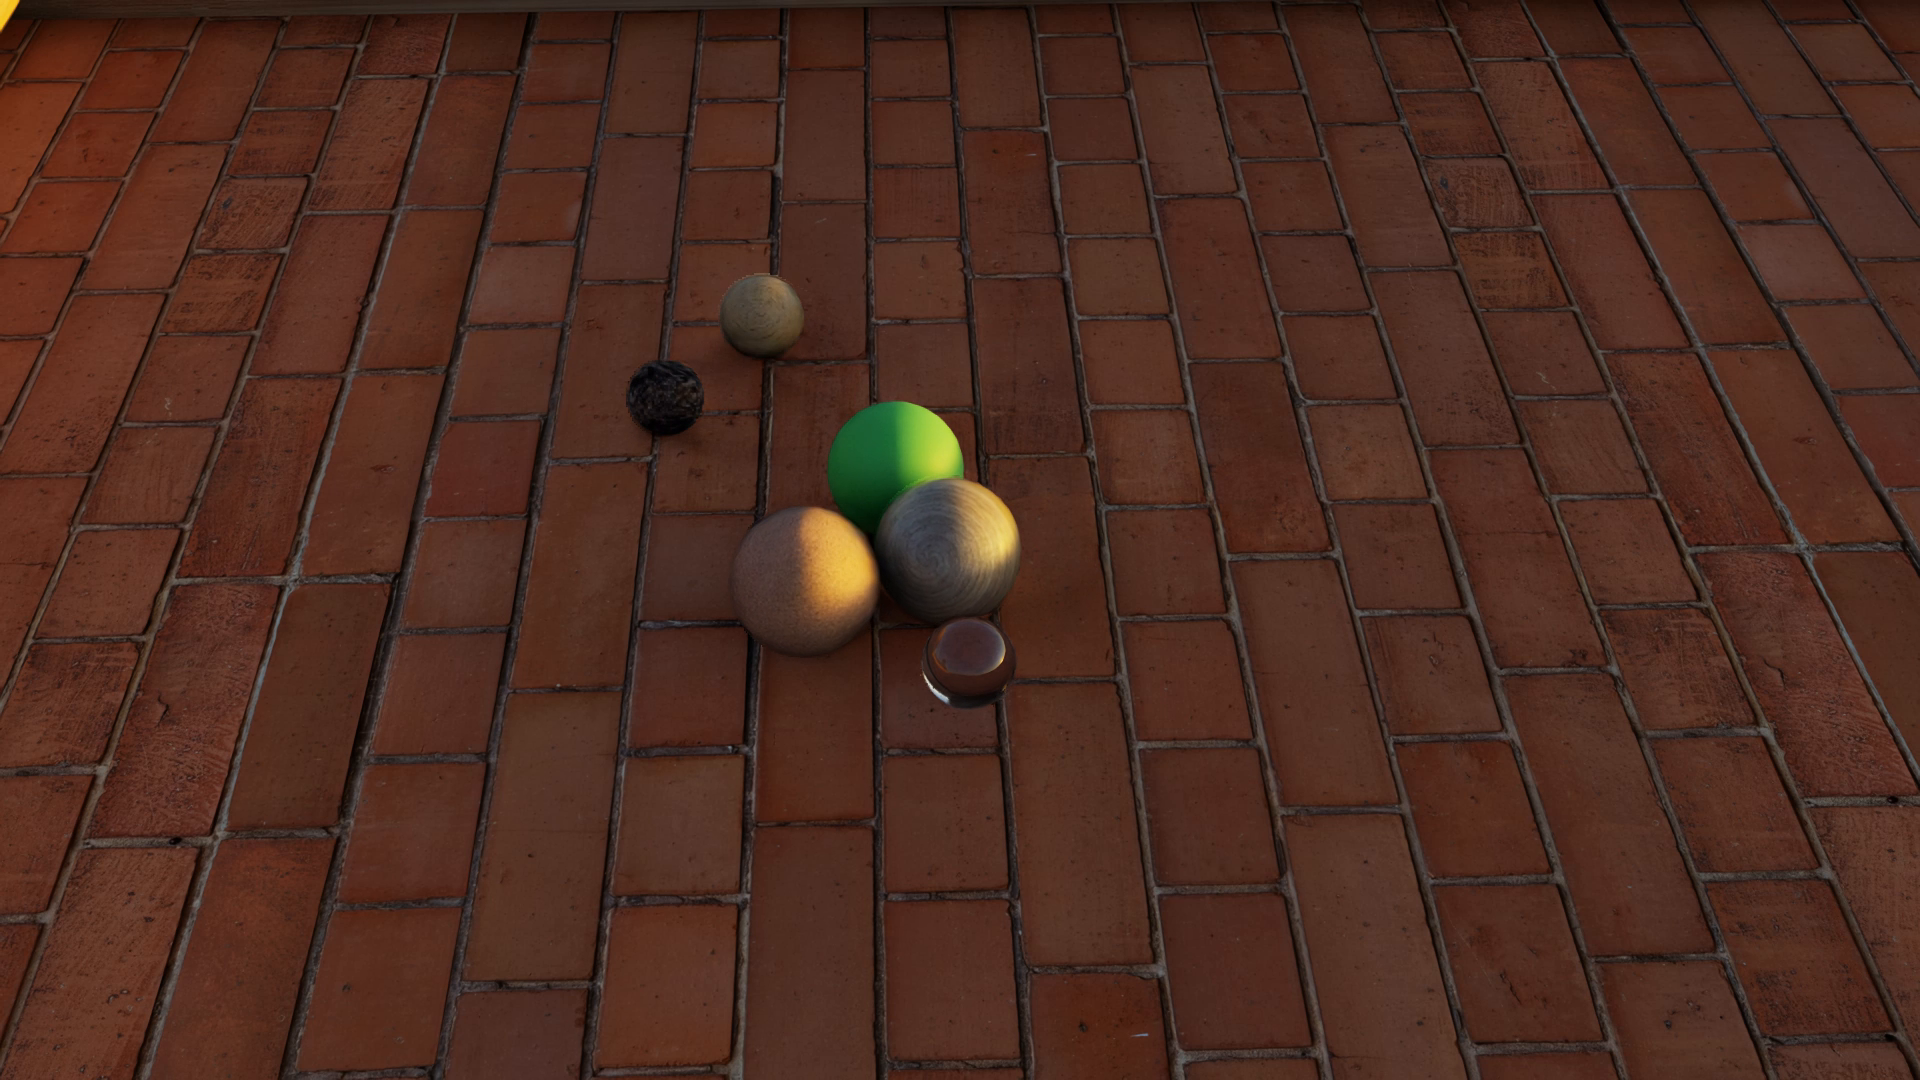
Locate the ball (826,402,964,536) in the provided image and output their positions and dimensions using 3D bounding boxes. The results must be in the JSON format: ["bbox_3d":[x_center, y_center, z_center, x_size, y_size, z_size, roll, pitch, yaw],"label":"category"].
[{"bbox_3d":[-0.043,-0.047,1.703,0.091,0.091,0.091,0,36,0],"label":"ball"}]

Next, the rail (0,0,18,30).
[{"bbox_3d":[-0.829,-0.001,1.613,0.045,0.122,1.821,-1,36,-2],"label":"rail"}]

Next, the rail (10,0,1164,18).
[{"bbox_3d":[0.822,-0.556,2.378,3.414,0.122,0.045,-1,36,-2],"label":"rail"}]

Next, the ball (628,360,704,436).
[{"bbox_3d":[-0.207,-0.101,1.810,0.053,0.053,0.053,0,36,0],"label":"ball"}]

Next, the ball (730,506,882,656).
[{"bbox_3d":[-0.096,0.026,1.601,0.094,0.094,0.094,0,36,0],"label":"ball"}]

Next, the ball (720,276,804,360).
[{"bbox_3d":[-0.146,-0.164,1.890,0.062,0.062,0.062,0,36,0],"label":"ball"}]

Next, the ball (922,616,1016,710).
[{"bbox_3d":[0.005,0.075,1.564,0.057,0.057,0.057,0,36,0],"label":"ball"}]

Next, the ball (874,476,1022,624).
[{"bbox_3d":[-0.008,0.007,1.627,0.094,0.094,0.094,0,36,0],"label":"ball"}]
